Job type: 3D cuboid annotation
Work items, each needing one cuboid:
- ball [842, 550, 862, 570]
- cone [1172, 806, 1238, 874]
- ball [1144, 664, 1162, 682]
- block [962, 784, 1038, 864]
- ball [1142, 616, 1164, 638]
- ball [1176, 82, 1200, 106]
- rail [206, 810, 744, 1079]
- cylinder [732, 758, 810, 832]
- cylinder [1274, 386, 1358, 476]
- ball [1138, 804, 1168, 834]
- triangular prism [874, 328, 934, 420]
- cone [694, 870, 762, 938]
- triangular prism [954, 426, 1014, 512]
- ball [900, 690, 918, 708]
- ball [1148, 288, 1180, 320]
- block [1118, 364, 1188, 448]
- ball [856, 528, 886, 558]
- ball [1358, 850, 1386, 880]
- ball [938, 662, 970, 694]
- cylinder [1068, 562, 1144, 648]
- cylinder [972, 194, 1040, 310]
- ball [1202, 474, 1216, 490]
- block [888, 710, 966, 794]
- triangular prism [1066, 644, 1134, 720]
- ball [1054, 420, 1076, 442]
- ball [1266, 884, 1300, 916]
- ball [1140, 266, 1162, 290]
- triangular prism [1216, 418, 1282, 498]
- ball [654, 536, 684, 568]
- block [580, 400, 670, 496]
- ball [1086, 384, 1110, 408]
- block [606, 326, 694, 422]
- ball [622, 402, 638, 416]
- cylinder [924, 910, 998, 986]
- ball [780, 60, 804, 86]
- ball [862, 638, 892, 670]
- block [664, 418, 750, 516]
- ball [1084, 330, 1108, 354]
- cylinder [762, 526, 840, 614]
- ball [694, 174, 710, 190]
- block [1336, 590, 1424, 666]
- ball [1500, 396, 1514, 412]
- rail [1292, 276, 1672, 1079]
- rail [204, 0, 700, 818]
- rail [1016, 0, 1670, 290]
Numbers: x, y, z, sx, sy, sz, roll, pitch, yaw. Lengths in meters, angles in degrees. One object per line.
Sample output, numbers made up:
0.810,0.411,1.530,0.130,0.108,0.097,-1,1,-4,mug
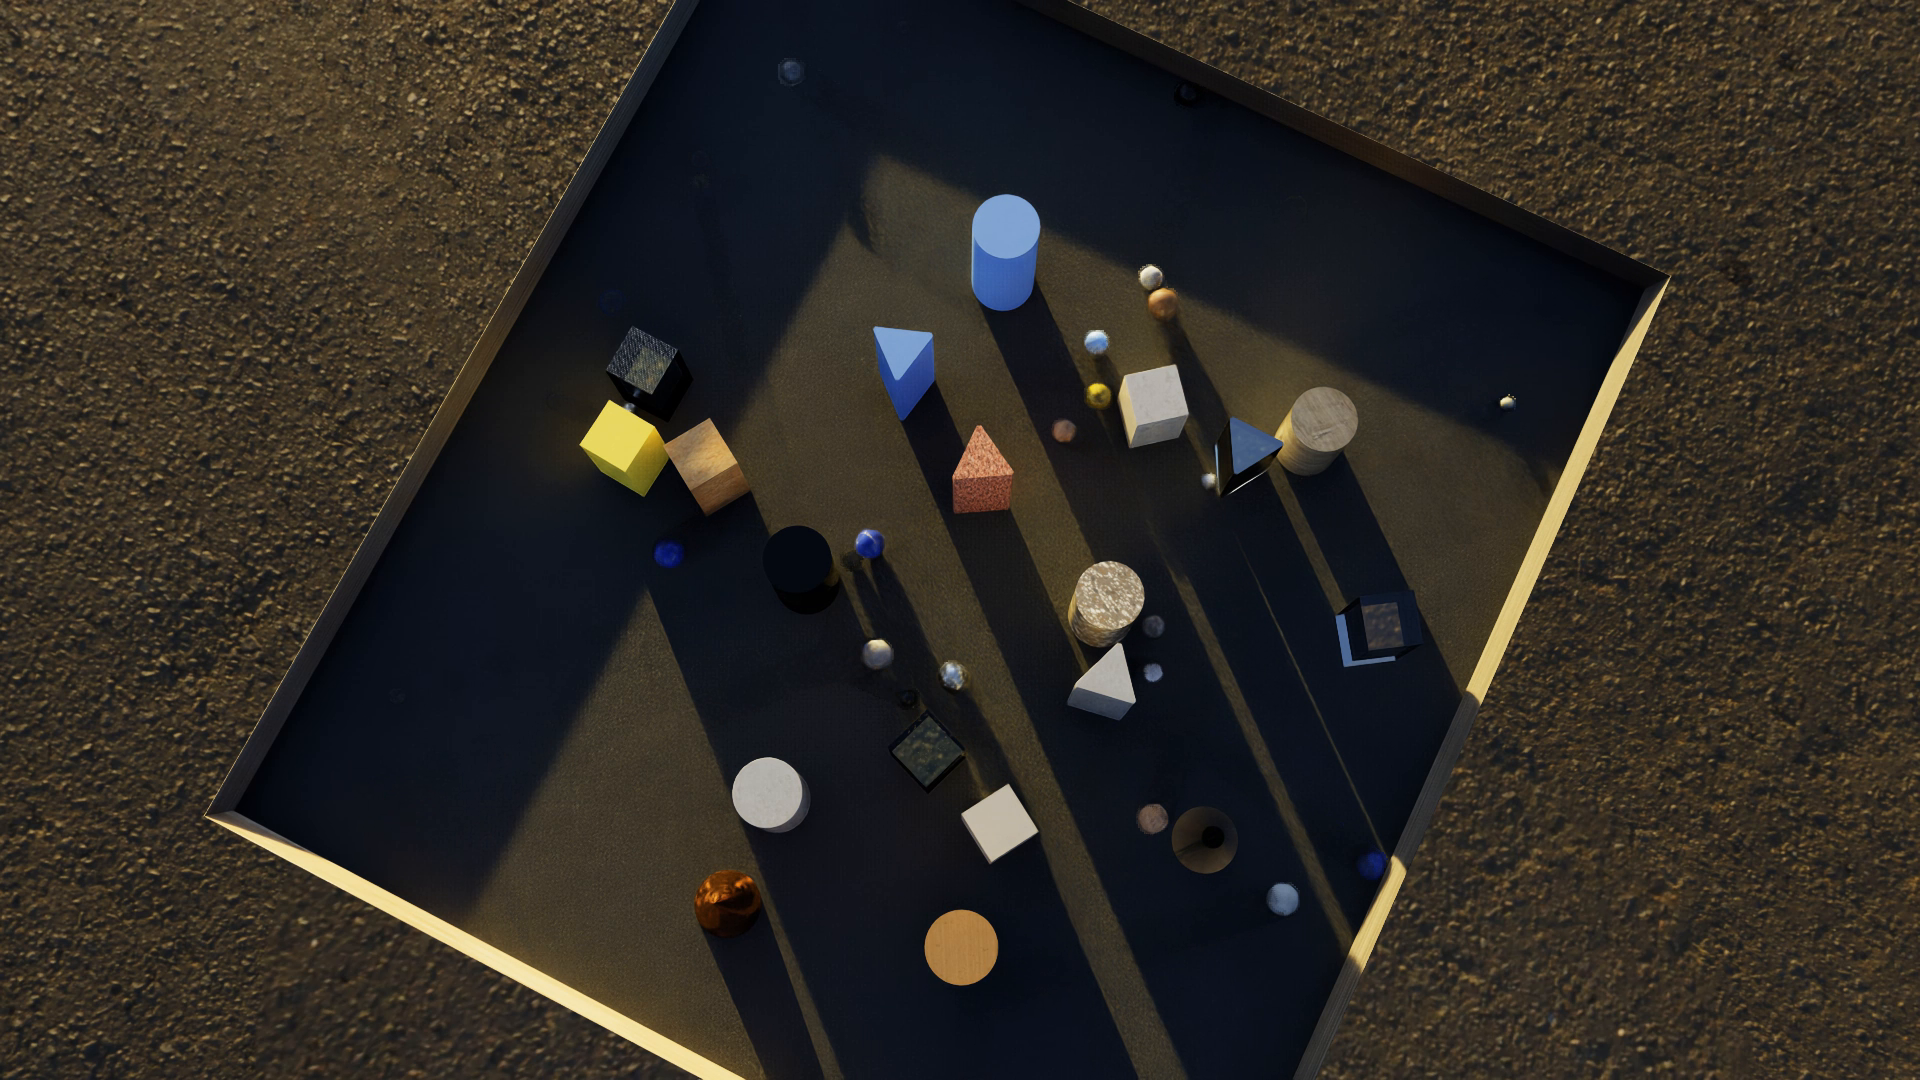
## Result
-0.327,0.061,5.573,0.060,0.060,0.060,0,78,0,ball
0.726,0.859,5.287,0.197,0.297,0.197,0,78,0,cone
0.579,0.397,5.506,0.055,0.055,0.055,0,78,0,ball
0.113,0.824,5.297,0.158,0.291,0.158,-32,80,-6,block
0.582,0.261,5.528,0.068,0.068,0.068,0,78,0,ball
0.730,-1.429,5.873,0.078,0.078,0.078,0,78,0,ball
-0.759,1.493,5.241,3.191,0.128,0.045,26,80,5,rail
-0.543,0.743,5.310,0.197,0.299,0.197,0,78,0,cylinder
1.070,-0.325,5.530,0.197,0.301,0.197,0,78,0,cylinder
0.570,0.821,5.402,0.087,0.087,0.087,0,78,0,ball
-0.189,-0.525,5.501,0.148,0.440,0.171,36,81,7,triangular prism
-0.684,1.040,5.245,0.197,0.306,0.197,0,78,0,cone
0.060,-0.209,5.430,0.171,0.450,0.148,-5,78,-1,triangular prism
-0.152,0.475,5.489,0.057,0.057,0.057,0,78,0,ball
0.634,-0.735,5.718,0.099,0.099,0.099,0,78,0,ball
0.583,-0.403,5.563,0.158,0.269,0.158,-12,79,-3,block
-0.272,0.011,5.569,0.089,0.089,0.089,0,78,0,ball
1.208,0.954,5.376,0.085,0.085,0.085,0,78,0,ball
-0.017,0.413,5.483,0.094,0.094,0.094,0,78,0,ball
0.427,0.193,5.397,0.197,0.351,0.197,0,78,0,cylinder
0.135,-0.865,5.557,0.197,0.468,0.197,0,78,0,cylinder
0.764,-0.178,5.631,0.044,0.044,0.044,0,78,0,ball
-0.094,0.619,5.342,0.158,0.287,0.158,-43,82,-8,block
0.424,0.402,5.307,0.171,0.444,0.148,16,79,3,triangular prism
0.323,-0.335,5.650,0.071,0.071,0.071,0,78,0,ball
0.943,1.049,5.352,0.094,0.094,0.094,0,78,0,ball
0.600,-0.822,5.751,0.071,0.071,0.071,0,78,0,ball
0.834,-0.266,5.510,0.171,0.317,0.148,-32,80,-6,triangular prism
-0.883,0.037,5.562,0.092,0.092,0.092,0,78,0,ball
-1.000,-0.271,5.506,0.158,0.327,0.158,30,80,6,block
0.427,-0.445,5.669,0.079,0.079,0.079,0,78,0,ball
-0.939,-0.500,5.562,0.158,0.309,0.158,28,80,5,block
-1.023,-0.404,5.676,0.047,0.047,0.047,0,78,0,ball
0.004,1.138,5.134,0.197,0.485,0.197,0,78,0,cylinder
-0.538,-1.502,5.886,0.081,0.081,0.081,0,78,0,ball
-0.249,0.343,5.499,0.092,0.092,0.092,0,78,0,ball
-0.753,-0.213,5.481,0.158,0.351,0.158,-31,80,-6,block
0.425,-0.615,5.707,0.072,0.072,0.072,0,78,0,ball
-0.465,0.092,5.409,0.197,0.369,0.197,0,78,0,cylinder
-0.823,-1.139,5.827,0.050,0.050,0.050,0,78,0,ball
1.228,0.262,5.387,0.158,0.344,0.158,-7,78,-1,block
1.697,-0.422,5.681,0.044,0.044,0.044,0,78,0,ball
1.406,0.695,5.406,0.045,0.128,3.442,26,80,5,rail
-1.406,-0.682,5.691,0.045,0.128,3.442,26,80,5,rail
0.759,-1.480,5.856,3.191,0.128,0.045,26,80,5,rail
